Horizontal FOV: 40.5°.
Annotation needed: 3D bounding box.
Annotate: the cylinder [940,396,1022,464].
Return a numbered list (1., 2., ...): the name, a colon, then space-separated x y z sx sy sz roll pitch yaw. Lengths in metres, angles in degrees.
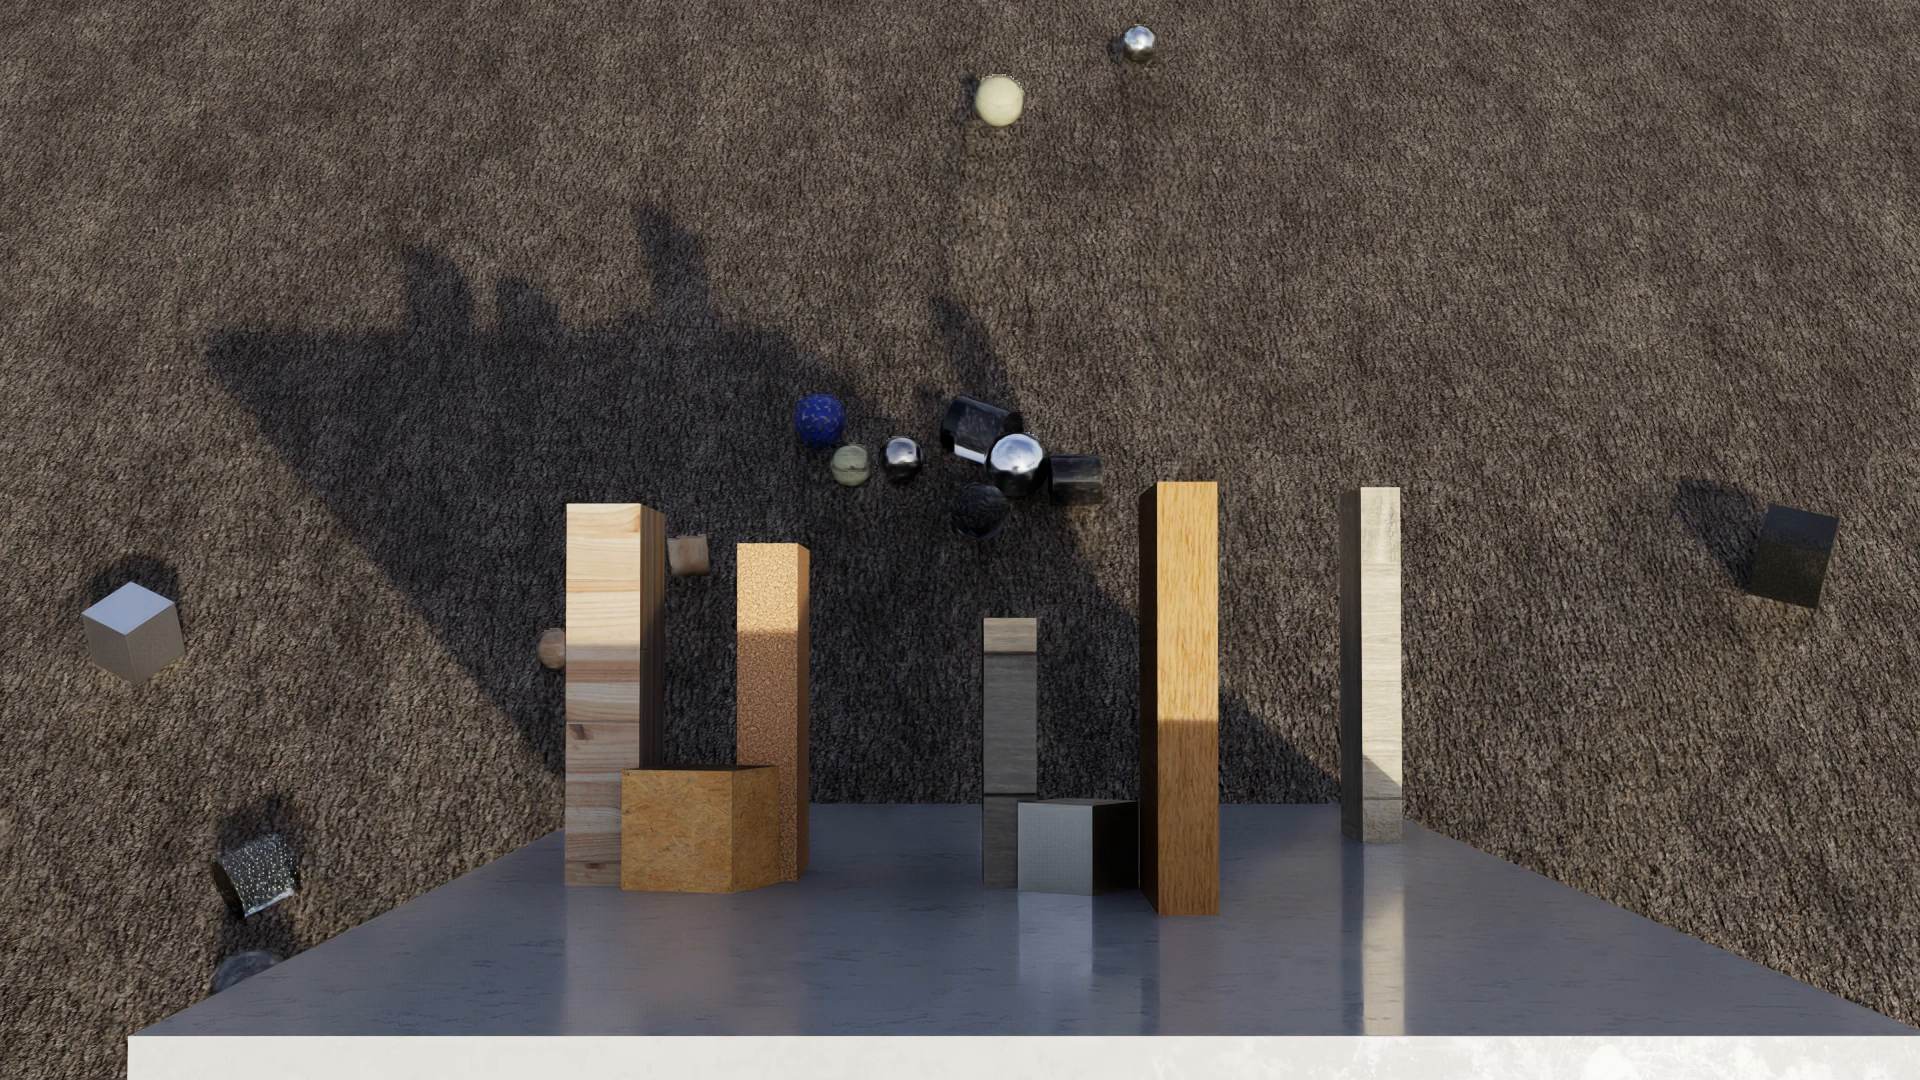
1. cylinder: 0.069 -0.344 8.287 0.190 0.190 0.190 20 40 25

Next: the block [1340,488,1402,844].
1. block: 0.902 0.274 5.723 0.084 0.762 0.318 0 -2 0

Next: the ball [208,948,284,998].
1. ball: -1.709 1.094 6.284 0.207 0.207 0.207 0 36 0

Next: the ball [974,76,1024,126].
1. ball: 0.152 -1.718 10.183 0.194 0.194 0.194 0 36 0

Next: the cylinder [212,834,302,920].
1. cylinder: -1.797 0.859 6.645 0.164 0.164 0.164 -26 43 -31

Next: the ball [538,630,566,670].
1. ball: -1.152 0.315 7.440 0.114 0.114 0.114 0 36 0

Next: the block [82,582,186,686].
1. block: -2.367 0.267 7.449 0.182 0.182 0.182 21 41 27

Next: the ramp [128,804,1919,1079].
1. ramp: 0.079 0.673 4.873 2.000 0.100 4.000 0 -2 0

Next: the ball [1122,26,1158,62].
1. ball: 0.735 -2.032 10.658 0.146 0.146 0.146 0 36 0

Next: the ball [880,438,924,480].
1. ball: -0.181 -0.255 8.209 0.137 0.137 0.137 0 36 0

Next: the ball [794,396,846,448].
1. ball: -0.451 -0.380 8.356 0.167 0.167 0.167 0 36 0

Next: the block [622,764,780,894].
1. block: -0.458 0.509 4.608 0.210 0.210 0.210 -1 -2 19

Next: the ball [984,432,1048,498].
1. ball: 0.178 -0.234 8.124 0.202 0.202 0.202 0 36 0

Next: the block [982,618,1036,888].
1. block: 0.088 0.382 4.768 0.093 0.475 0.393 0 -2 0

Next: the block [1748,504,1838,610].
1. block: 2.480 0.048 7.736 0.201 0.201 0.201 14 38 18

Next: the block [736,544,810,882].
1. block: -0.349 0.318 4.895 0.109 0.611 0.372 0 -2 0

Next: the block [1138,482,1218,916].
1. block: 0.363 0.259 4.349 0.096 0.689 0.423 0 -2 0

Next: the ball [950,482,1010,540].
1. ball: 0.060 -0.089 7.943 0.179 0.179 0.179 0 36 0

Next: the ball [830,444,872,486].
1. ball: -0.342 -0.235 8.187 0.131 0.131 0.131 0 36 0

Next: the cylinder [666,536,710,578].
1. cylinder: -0.816 0.053 7.799 0.117 0.117 0.117 -5 36 -8

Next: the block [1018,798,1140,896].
1. block: 0.208 0.534 4.535 0.153 0.153 0.153 -1 -2 36

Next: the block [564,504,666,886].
1. block: -0.635 0.282 4.816 0.131 0.679 0.391 0 -2 0
